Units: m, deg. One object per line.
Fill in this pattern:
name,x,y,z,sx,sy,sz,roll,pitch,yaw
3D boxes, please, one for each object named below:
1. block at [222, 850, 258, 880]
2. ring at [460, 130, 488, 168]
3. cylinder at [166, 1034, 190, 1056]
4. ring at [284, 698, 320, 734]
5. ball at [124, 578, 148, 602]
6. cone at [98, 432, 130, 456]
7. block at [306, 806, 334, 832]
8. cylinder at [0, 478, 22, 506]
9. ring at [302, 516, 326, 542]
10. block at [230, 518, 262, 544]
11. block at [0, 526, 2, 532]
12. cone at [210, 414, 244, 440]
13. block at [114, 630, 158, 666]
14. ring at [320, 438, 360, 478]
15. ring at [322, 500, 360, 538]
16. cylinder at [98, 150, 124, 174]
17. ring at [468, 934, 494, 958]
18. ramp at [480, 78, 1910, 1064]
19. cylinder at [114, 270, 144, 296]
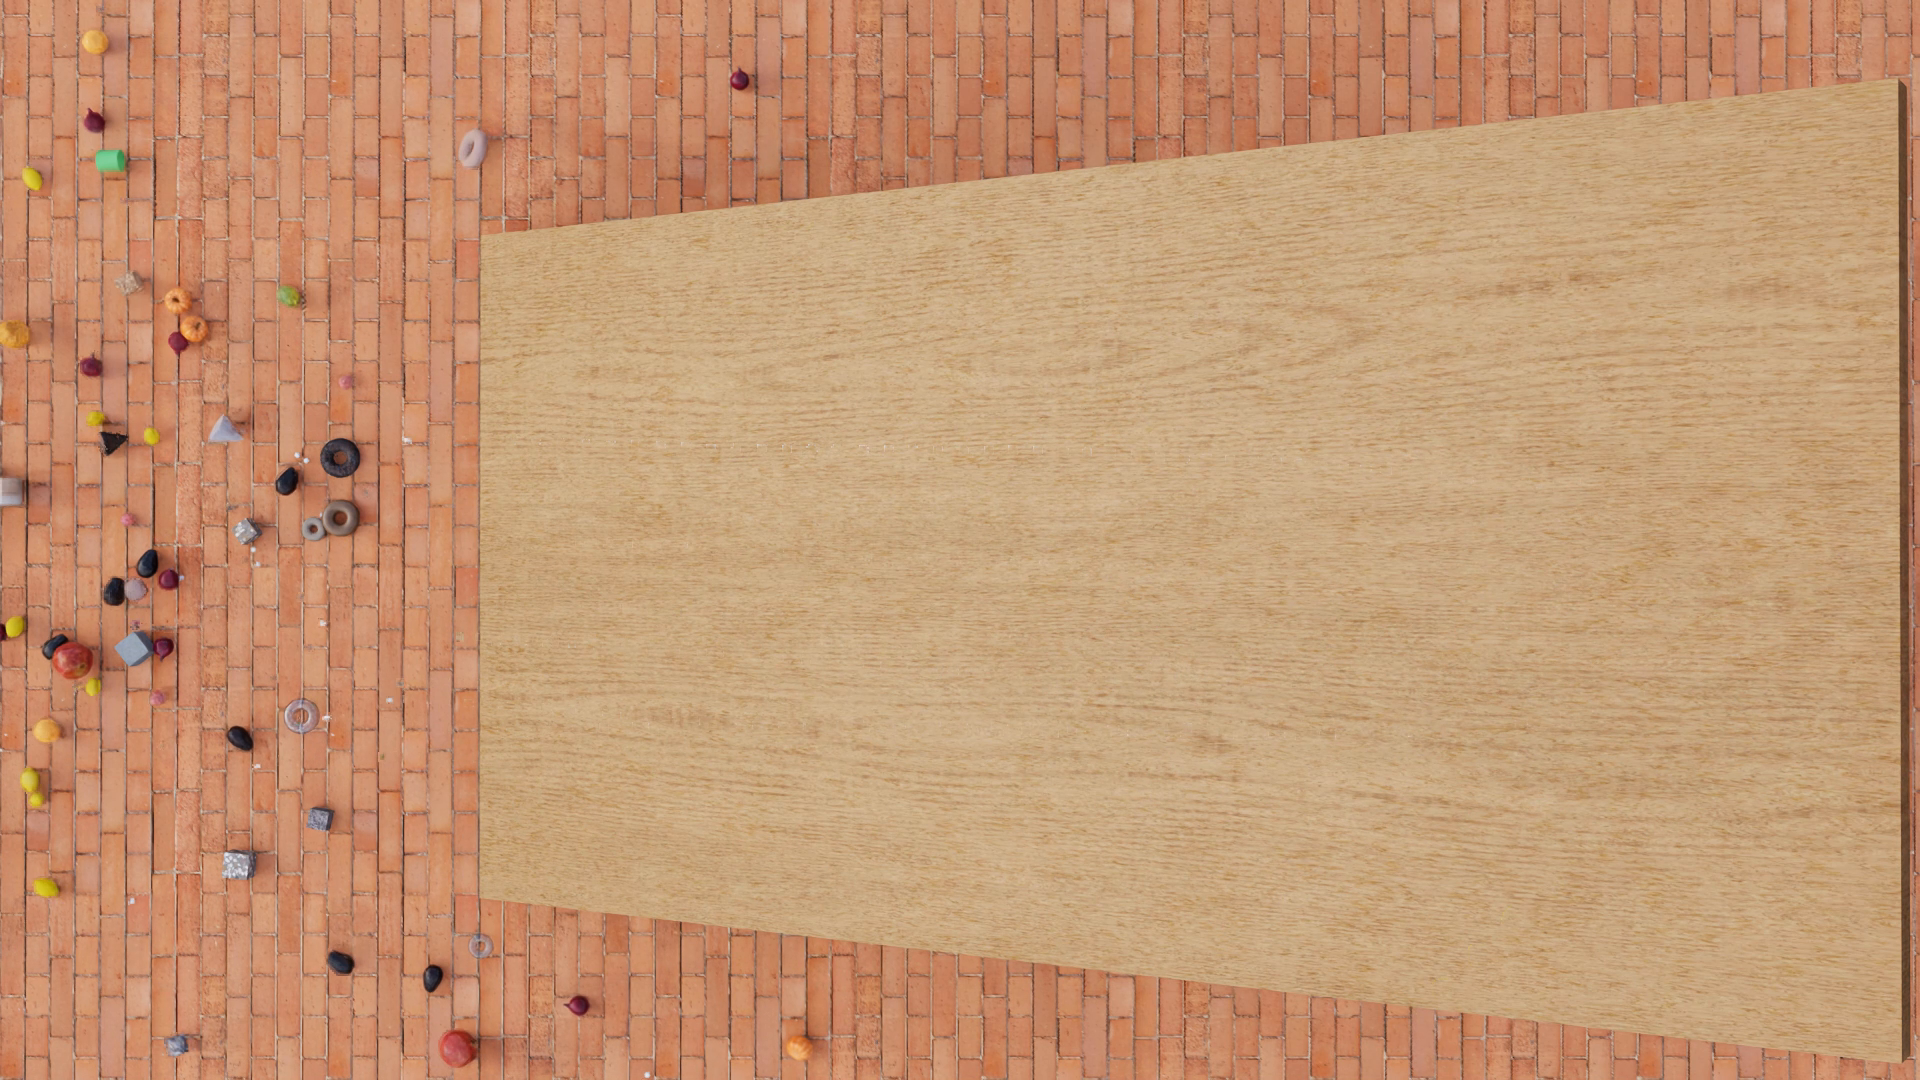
block,-2.187,0.985,6.676,0.076,0.076,0.076,6,90,0
ring,-1.479,-1.190,6.684,0.041,0.122,0.122,14,89,-44
cylinder,-2.377,1.535,6.682,0.054,0.054,0.054,-15,89,0
ring,-2.006,0.537,6.700,0.112,0.037,0.112,0,89,1
ball,-2.507,0.152,6.687,0.069,0.069,0.069,0,90,0
cone,-2.573,-0.304,6.707,0.082,0.082,0.082,-20,89,-27
block,-1.945,0.848,6.686,0.058,0.058,0.058,12,90,0
cylinder,-2.894,-0.146,6.682,0.084,0.084,0.084,0,90,0
ring,-1.972,-0.033,6.711,0.075,0.025,0.075,0,90,1
block,-2.171,-0.026,6.694,0.058,0.058,0.058,-37,90,0
block,-2.967,-0.026,6.693,0.060,0.060,0.060,27,90,0
cone,-2.224,-0.326,6.705,0.090,0.090,0.090,28,90,-27
block,-2.504,0.330,6.682,0.076,0.076,0.076,-38,90,0
ring,-1.890,-0.250,6.705,0.122,0.041,0.122,0,88,-1
ring,-1.887,-0.067,6.704,0.116,0.039,0.116,0,90,1
cylinder,-2.589,-1.153,6.700,0.065,0.065,0.065,-9,89,-16
ring,-1.460,1.237,6.699,0.078,0.026,0.078,0,89,-1
ramp,0.256,0.070,5.592,4.000,0.100,2.000,0,89,33
cylinder,-2.531,-0.780,6.700,0.059,0.059,0.059,-26,90,7
